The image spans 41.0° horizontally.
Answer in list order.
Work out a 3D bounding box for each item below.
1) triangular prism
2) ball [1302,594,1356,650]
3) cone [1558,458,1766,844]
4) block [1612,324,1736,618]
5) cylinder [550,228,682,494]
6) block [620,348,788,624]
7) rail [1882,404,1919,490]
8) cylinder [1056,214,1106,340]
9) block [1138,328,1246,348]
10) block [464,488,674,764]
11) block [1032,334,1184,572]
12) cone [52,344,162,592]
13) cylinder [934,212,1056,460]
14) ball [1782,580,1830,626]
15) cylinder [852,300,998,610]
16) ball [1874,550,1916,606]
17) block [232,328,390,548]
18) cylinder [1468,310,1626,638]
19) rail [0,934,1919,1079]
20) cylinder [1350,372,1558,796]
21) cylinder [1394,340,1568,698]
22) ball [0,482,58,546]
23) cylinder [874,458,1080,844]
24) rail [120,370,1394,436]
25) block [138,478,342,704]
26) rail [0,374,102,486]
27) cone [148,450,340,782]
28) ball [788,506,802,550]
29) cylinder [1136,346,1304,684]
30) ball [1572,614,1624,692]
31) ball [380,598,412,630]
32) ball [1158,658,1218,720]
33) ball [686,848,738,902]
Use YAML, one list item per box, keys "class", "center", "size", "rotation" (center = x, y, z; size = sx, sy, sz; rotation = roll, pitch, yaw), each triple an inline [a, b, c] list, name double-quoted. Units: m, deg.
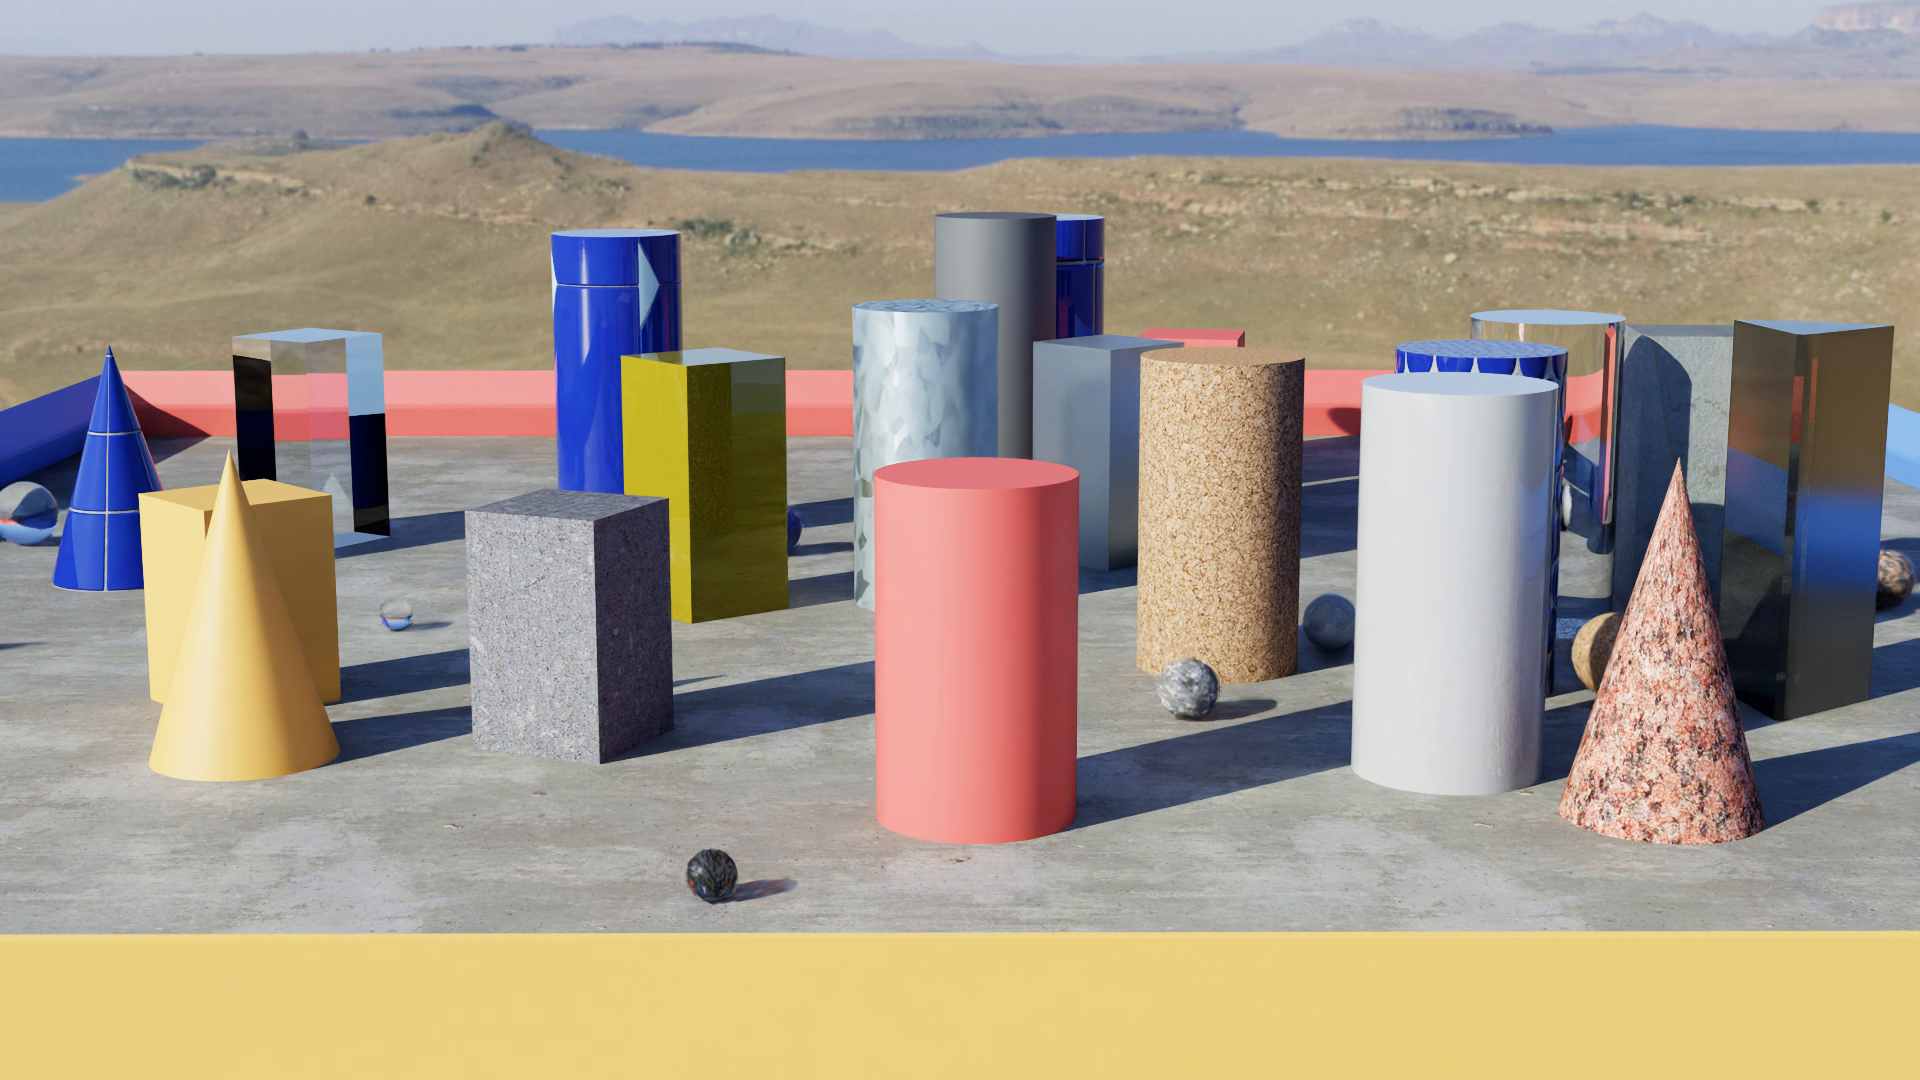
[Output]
- class: "triangular prism"
  center: [0.945, -0.031, 2.956]
  size: [0.171, 0.435, 0.148]
  rotation: [-8, 13, -36]
- class: "ball"
  center: [0.467, 0.104, 3.229]
  size: [0.072, 0.072, 0.072]
  rotation: [0, 10, 0]
- class: "cone"
  center: [0.690, 0.095, 2.492]
  size: [0.197, 0.356, 0.197]
  rotation: [0, 10, 0]
- class: "block"
  center: [0.984, -0.096, 3.469]
  size: [0.158, 0.376, 0.158]
  rotation: [1, 11, 5]
- class: "cylinder"
  center: [-0.524, -0.235, 3.954]
  size: [0.197, 0.474, 0.197]
  rotation: [0, 10, 0]
- class: "block"
  center: [-0.344, -0.077, 3.464]
  size: [0.158, 0.342, 0.158]
  rotation: [-9, 14, -39]
- class: "rail"
  center: [1.649, 0.031, 3.458]
  size: [0.045, 0.128, 3.356]
  rotation: [0, 10, 0]
- class: "cylinder"
  center: [0.152, -0.328, 4.475]
  size: [0.197, 0.467, 0.197]
  rotation: [0, 10, 0]
- class: "block"
  center: [0.374, -0.184, 4.156]
  size: [0.158, 0.300, 0.158]
  rotation: [2, 11, 10]
- class: "block"
  center: [-0.421, 0.090, 2.784]
  size: [0.158, 0.261, 0.158]
  rotation: [4, 11, 23]
- class: "block"
  center: [0.220, -0.134, 3.817]
  size: [0.158, 0.324, 0.158]
  rotation: [-10, 14, -42]
- class: "cone"
  center: [-1.203, -0.111, 3.658]
  size: [0.197, 0.338, 0.197]
  rotation: [0, 10, 0]
- class: "cylinder"
  center: [0.058, -0.285, 4.190]
  size: [0.197, 0.486, 0.197]
  rotation: [0, 10, 0]
- class: "ball"
  center: [1.113, 0.083, 3.376]
  size: [0.059, 0.059, 0.059]
  rotation: [0, 10, 0]
- class: "cylinder"
  center: [-0.047, -0.116, 3.498]
  size: [0.197, 0.406, 0.197]
  rotation: [0, 10, 0]
- class: "ball"
  center: [1.258, 0.052, 3.489]
  size: [0.078, 0.078, 0.078]
  rotation: [0, 10, 0]
- class: "block"
  center: [-1.000, -0.158, 3.960]
  size: [0.158, 0.319, 0.158]
  rotation: [7, 12, 32]
- class: "cylinder"
  center: [0.760, -0.090, 3.359]
  size: [0.197, 0.405, 0.197]
  rotation: [0, 10, 0]
- class: "rail"
  center: [0.010, 0.334, 1.822]
  size: [3.346, 0.128, 0.045]
  rotation: [0, 10, 0]
- class: "cylinder"
  center: [0.509, 0.040, 2.652]
  size: [0.197, 0.406, 0.197]
  rotation: [0, 10, 0]
- class: "cylinder"
  center: [0.605, -0.025, 3.015]
  size: [0.197, 0.402, 0.197]
  rotation: [0, 10, 0]
- class: "ball"
  center: [-1.435, -0.041, 3.938]
  size: [0.098, 0.098, 0.098]
  rotation: [0, 10, 0]
- class: "cylinder"
  center: [0.016, 0.103, 2.495]
  size: [0.197, 0.340, 0.197]
  rotation: [0, 10, 0]
- class: "rail"
  center: [-0.010, -0.268, 5.075]
  size: [3.346, 0.128, 0.045]
  rotation: [0, 10, 0]
- class: "block"
  center: [-0.830, 0.067, 2.960]
  size: [0.158, 0.242, 0.158]
  rotation: [-10, 14, -42]
- class: "rail"
  center: [-1.649, 0.035, 3.439]
  size: [0.045, 0.128, 3.356]
  rotation: [0, 10, 0]
- class: "cone"
  center: [-0.763, 0.068, 2.709]
  size: [0.197, 0.331, 0.197]
  rotation: [0, 10, 0]
- class: "ball"
  center: [-0.278, -0.017, 3.859]
  size: [0.080, 0.080, 0.080]
  rotation: [0, 10, 0]
- class: "cylinder"
  center: [0.316, -0.034, 3.122]
  size: [0.197, 0.382, 0.197]
  rotation: [0, 10, 0]
- class: "ball"
  center: [0.764, 0.134, 2.996]
  size: [0.097, 0.097, 0.097]
  rotation: [0, 10, 0]
- class: "ball"
  center: [-0.736, 0.096, 3.349]
  size: [0.043, 0.043, 0.043]
  rotation: [0, 10, 0]
- class: "ball"
  center: [0.257, 0.167, 2.890]
  size: [0.069, 0.069, 0.069]
  rotation: [0, 10, 0]
- class: "ball"
  center: [-0.219, 0.295, 2.264]
  size: [0.046, 0.046, 0.046]
  rotation: [0, 10, 0]
